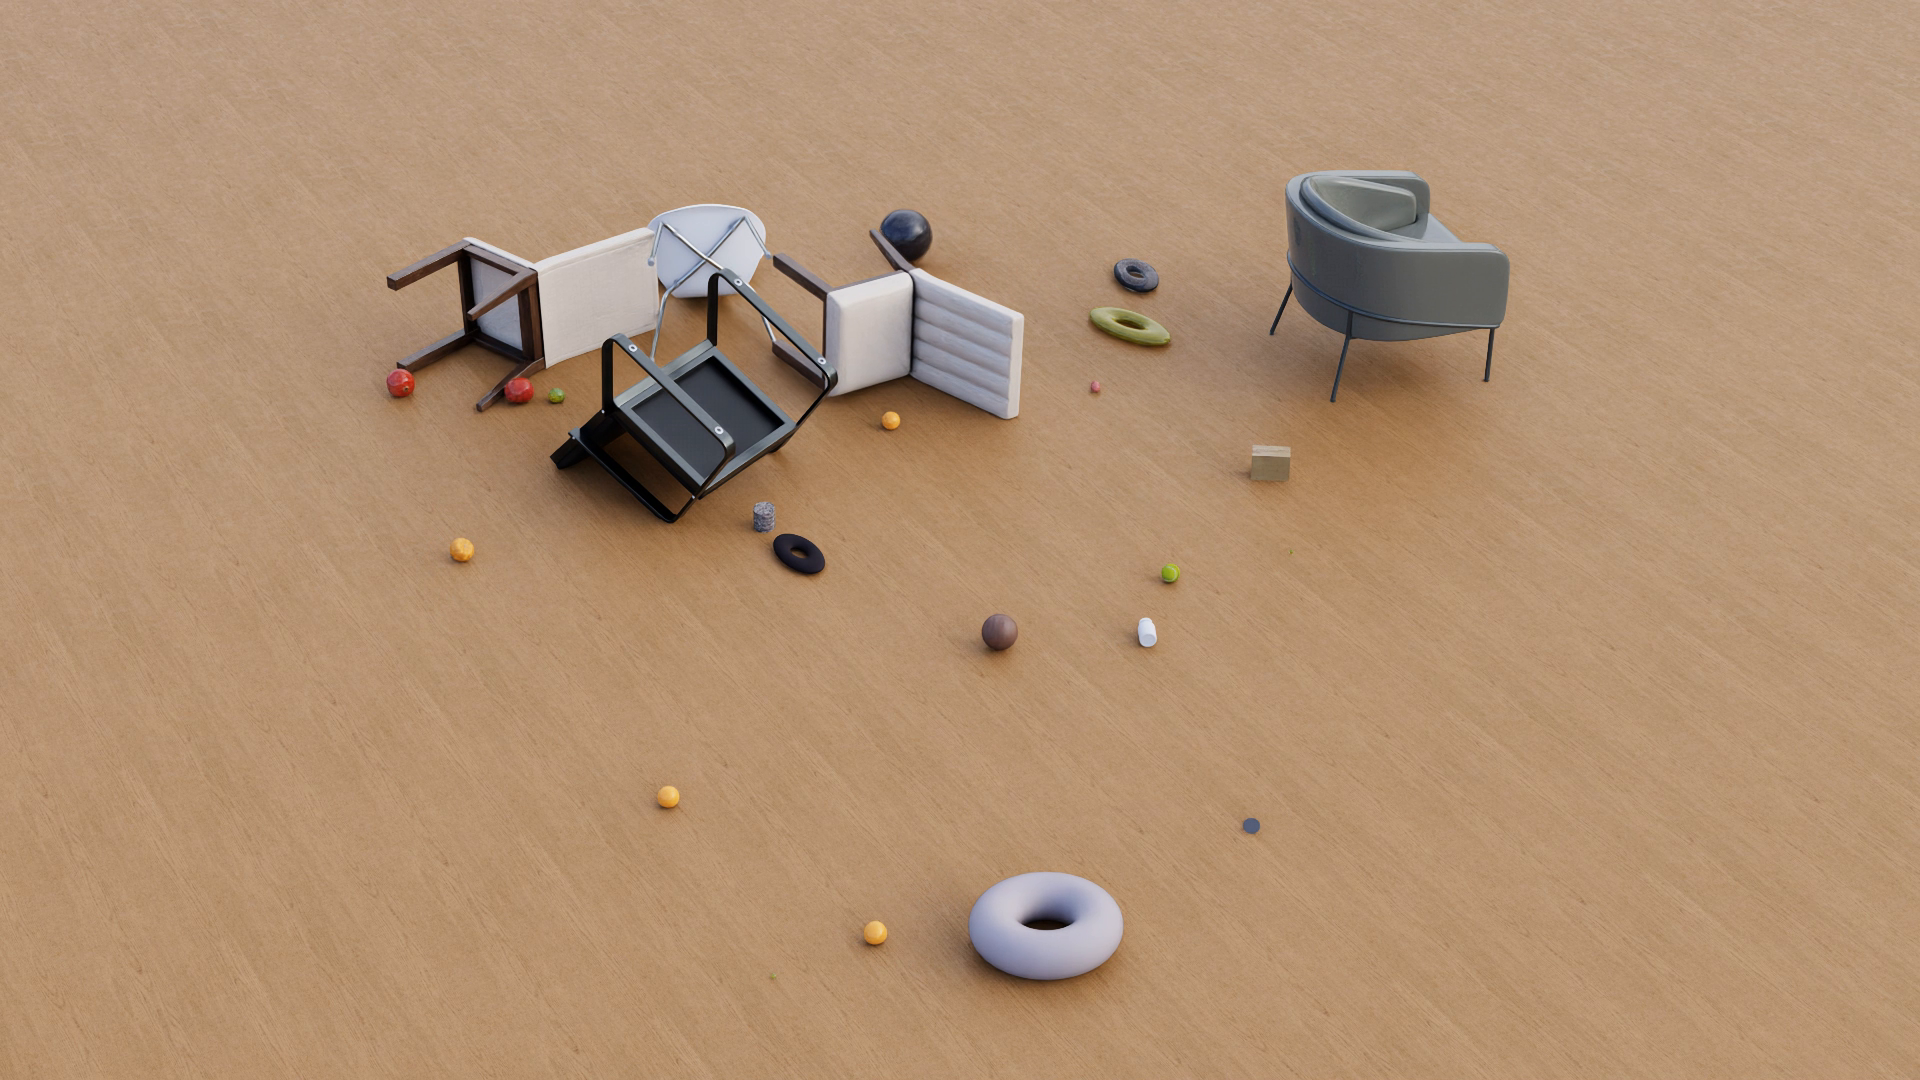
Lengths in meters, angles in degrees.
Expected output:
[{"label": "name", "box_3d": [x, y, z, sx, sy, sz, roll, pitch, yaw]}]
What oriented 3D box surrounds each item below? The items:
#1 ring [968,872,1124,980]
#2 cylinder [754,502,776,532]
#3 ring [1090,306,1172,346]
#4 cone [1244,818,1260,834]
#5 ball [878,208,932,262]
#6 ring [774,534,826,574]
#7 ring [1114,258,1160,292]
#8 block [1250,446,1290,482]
[{"label": "ring", "box_3d": [0.264, 1.183, 9.005, 0.478, 0.163, 0.404, 0, 35, 1]}, {"label": "cylinder", "box_3d": [-0.734, -0.085, 11.000, 0.080, 0.082, 0.090, 5, 34, 7]}, {"label": "ring", "box_3d": [0.709, -0.894, 12.255, 0.412, 0.053, 0.193, 25, 40, 33]}, {"label": "cone", "box_3d": [0.950, 0.920, 9.525, 0.056, 0.053, 0.062, -2, 9, 10]}, {"label": "ball", "box_3d": [-0.237, -1.322, 12.738, 0.235, 0.235, 0.235, 0, 33, 0]}, {"label": "ring", "box_3d": [-0.595, 0.050, 10.834, 0.152, 0.040, 0.285, -18, 37, -27]}, {"label": "ring", "box_3d": [0.759, -1.140, 12.629, 0.181, 0.052, 0.276, -10, 35, -16]}, {"label": "block", "box_3d": [1.197, -0.296, 11.294, 0.145, 0.109, 0.076, 3, 34, 5]}]
